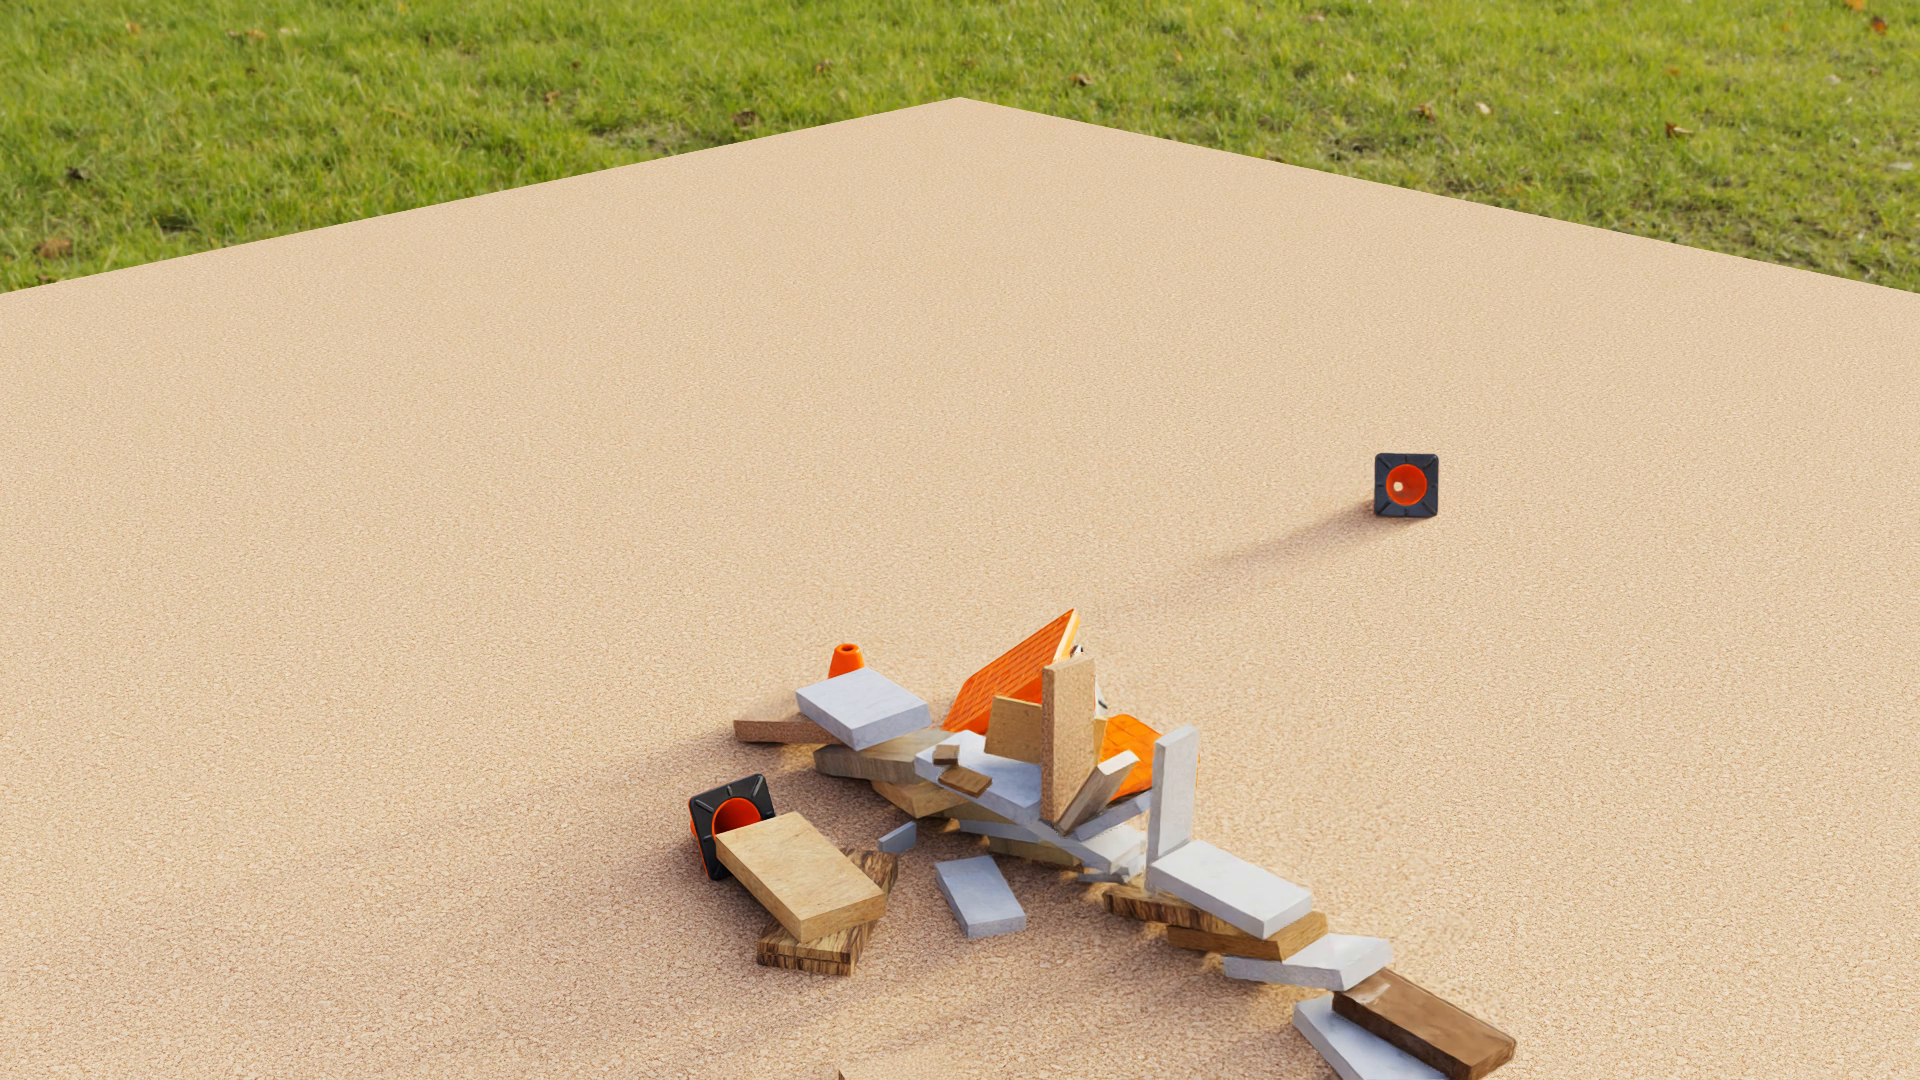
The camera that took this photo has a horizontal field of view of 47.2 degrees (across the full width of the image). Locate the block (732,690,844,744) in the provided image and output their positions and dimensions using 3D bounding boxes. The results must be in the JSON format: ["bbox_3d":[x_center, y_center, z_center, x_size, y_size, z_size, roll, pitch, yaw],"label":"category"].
[{"bbox_3d":[-0.301,0.379,4.706,0.337,0.048,0.169,-1,18,34],"label":"block"}]

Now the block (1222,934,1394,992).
[{"bbox_3d":[0.608,0.734,3.858,0.137,0.039,0.274,-20,9,-39],"label":"block"}]

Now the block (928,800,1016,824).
[{"bbox_3d":[0.050,0.512,4.387,0.146,0.041,0.293,-22,13,-42],"label":"block"}]

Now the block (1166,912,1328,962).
[{"bbox_3d":[0.515,0.700,3.955,0.133,0.038,0.266,-20,11,-40],"label":"block"}]

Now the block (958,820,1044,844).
[{"bbox_3d":[0.114,0.549,4.326,0.113,0.032,0.227,-21,14,-39],"label":"block"}]

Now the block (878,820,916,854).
[{"bbox_3d":[-0.123,0.591,4.306,0.014,0.048,0.095,19,30,38],"label":"block"}]

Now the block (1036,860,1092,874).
[{"bbox_3d":[0.211,0.618,4.254,0.117,0.017,0.059,5,20,41],"label":"block"}]

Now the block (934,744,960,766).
[{"bbox_3d":[-0.025,0.417,4.269,0.048,0.014,0.095,0,12,3],"label":"block"}]

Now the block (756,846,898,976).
[{"bbox_3d":[-0.242,0.683,4.088,0.174,0.049,0.347,5,23,12],"label":"block"}]

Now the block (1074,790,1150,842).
[{"bbox_3d":[0.305,0.504,4.082,0.095,0.027,0.189,-22,-8,-41],"label":"block"}]

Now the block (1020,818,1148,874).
[{"bbox_3d":[0.229,0.550,4.182,0.227,0.032,0.113,26,34,32],"label":"block"}]

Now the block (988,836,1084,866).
[{"bbox_3d":[0.175,0.583,4.270,0.113,0.032,0.227,-21,15,-41],"label":"block"}]

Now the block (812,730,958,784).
[{"bbox_3d":[-0.135,0.440,4.524,0.169,0.048,0.338,-20,12,-37],"label":"block"}]

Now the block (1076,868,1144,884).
[{"bbox_3d":[0.286,0.634,4.195,0.117,0.017,0.058,-6,12,46],"label":"block"}]

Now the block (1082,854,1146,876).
[{"bbox_3d":[0.293,0.609,4.173,0.117,0.017,0.058,5,20,43],"label":"block"}]

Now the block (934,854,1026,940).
[{"bbox_3d":[0.037,0.670,4.140,0.112,0.032,0.223,-7,24,-15],"label":"block"}]

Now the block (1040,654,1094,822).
[{"bbox_3d":[0.203,0.373,4.145,0.032,0.298,0.112,13,20,43],"label":"block"}]

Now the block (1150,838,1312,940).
[{"bbox_3d":[0.485,0.625,3.953,0.133,0.038,0.266,-20,30,-39],"label":"block"}]

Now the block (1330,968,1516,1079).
[{"bbox_3d":[0.778,0.814,3.699,0.137,0.039,0.274,-13,28,-43],"label":"block"}]

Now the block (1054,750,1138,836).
[{"bbox_3d":[0.254,0.472,4.099,0.095,0.189,0.027,-19,59,-42],"label":"block"}]

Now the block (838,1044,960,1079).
[{"bbox_3d":[-0.052,0.936,3.492,0.174,0.049,0.347,-9,25,-21],"label":"block"}]

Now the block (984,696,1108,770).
[{"bbox_3d":[0.166,0.379,4.253,0.223,0.112,0.032,11,4,11],"label":"block"}]

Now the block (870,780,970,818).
[{"bbox_3d":[-0.070,0.489,4.428,0.146,0.041,0.293,-16,10,-17],"label":"block"}]

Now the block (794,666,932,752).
[{"bbox_3d":[-0.204,0.347,4.565,0.169,0.048,0.337,-18,16,-20],"label":"block"}]

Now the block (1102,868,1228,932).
[{"bbox_3d":[0.406,0.662,4.060,0.133,0.038,0.266,-21,15,-40],"label":"block"}]

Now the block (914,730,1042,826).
[{"bbox_3d":[0.068,0.459,4.266,0.292,0.041,0.146,21,31,40],"label":"block"}]

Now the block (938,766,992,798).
[{"bbox_3d":[0.010,0.460,4.202,0.095,0.014,0.048,17,46,37],"label":"block"}]

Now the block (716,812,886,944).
[{"bbox_3d":[-0.301,0.624,4.101,0.174,0.049,0.347,-14,26,-29],"label":"block"}]

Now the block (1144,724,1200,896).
[{"bbox_3d":[0.387,0.494,4.021,0.027,0.314,0.094,23,32,40],"label":"block"}]

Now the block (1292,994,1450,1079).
[{"bbox_3d":[0.688,0.855,3.693,0.137,0.039,0.274,-8,24,-20],"label":"block"}]
